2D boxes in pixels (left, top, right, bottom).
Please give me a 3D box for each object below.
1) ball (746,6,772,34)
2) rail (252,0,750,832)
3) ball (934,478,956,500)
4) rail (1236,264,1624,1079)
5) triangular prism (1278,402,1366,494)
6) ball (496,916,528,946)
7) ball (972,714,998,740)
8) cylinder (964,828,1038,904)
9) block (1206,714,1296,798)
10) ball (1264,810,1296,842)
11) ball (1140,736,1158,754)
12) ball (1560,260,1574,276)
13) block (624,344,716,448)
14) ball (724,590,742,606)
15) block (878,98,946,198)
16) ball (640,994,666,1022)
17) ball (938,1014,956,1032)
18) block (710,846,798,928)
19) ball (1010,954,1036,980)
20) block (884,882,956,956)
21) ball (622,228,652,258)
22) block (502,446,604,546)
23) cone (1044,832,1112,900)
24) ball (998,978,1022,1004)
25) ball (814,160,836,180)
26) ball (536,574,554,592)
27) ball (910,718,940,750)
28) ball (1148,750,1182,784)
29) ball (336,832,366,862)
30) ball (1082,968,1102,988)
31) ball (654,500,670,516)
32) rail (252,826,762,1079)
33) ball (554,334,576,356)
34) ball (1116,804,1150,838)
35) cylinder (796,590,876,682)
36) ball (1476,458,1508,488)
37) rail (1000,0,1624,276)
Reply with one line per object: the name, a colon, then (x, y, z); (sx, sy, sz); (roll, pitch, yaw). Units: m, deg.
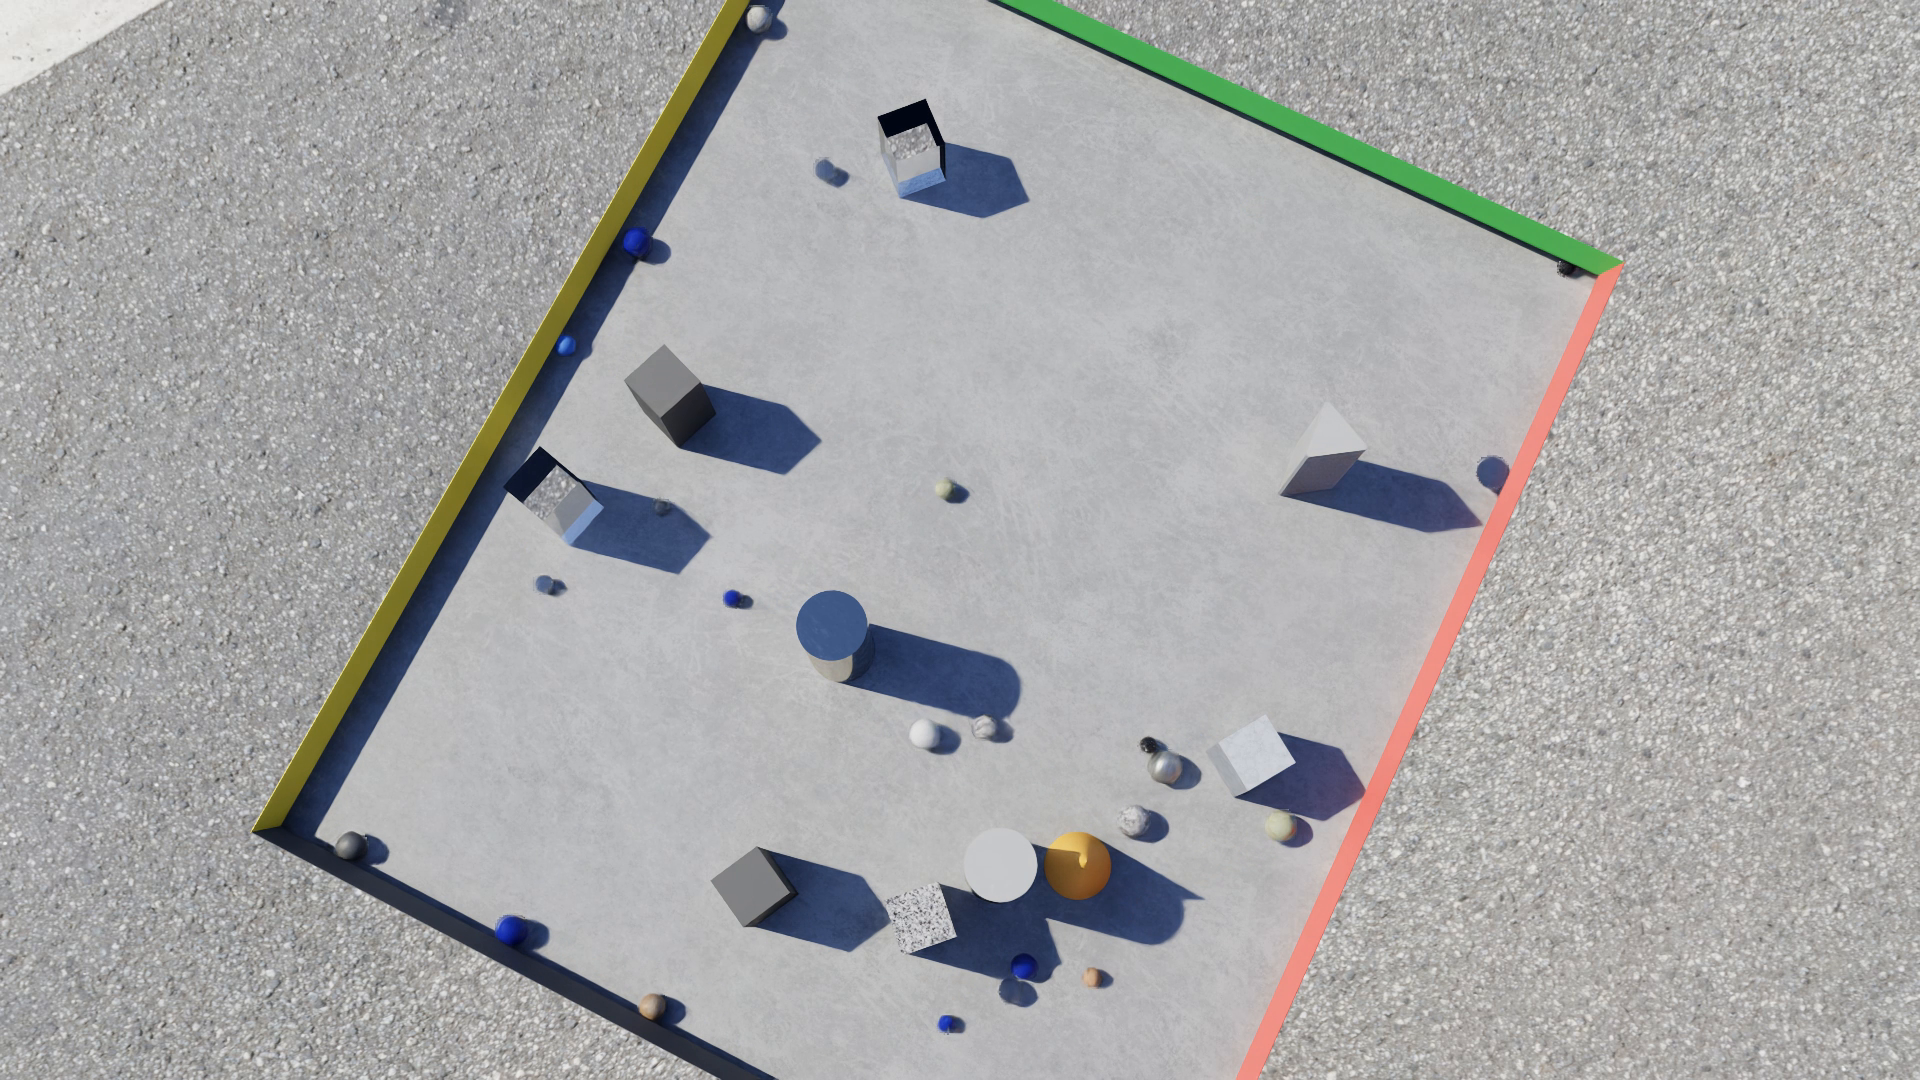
ball: (-0.651, -1.681, 5.922); (0.083, 0.083, 0.083); (0, 78, 0)
rail: (-1.276, -0.618, 5.677); (0.045, 0.129, 3.398); (26, 80, 5)
ball: (-0.044, -0.156, 5.616); (0.065, 0.065, 0.065); (0, 78, 0)
rail: (1.276, 0.631, 5.419); (0.045, 0.129, 3.398); (26, 80, 5)
triangular prism: (1.055, -0.273, 5.429); (0.172, 0.478, 0.149); (-8, 78, -2)
ball: (-1.303, 1.139, 5.336); (0.088, 0.088, 0.088); (0, 78, 0)
ball: (0.076, 0.557, 5.463); (0.076, 0.076, 0.076); (0, 78, 0)
cylinder: (0.109, 0.925, 5.180); (0.199, 0.480, 0.199); (0, 78, 0)
block: (0.843, 0.632, 5.341); (0.159, 0.284, 0.159); (-30, 80, -6)
ball: (0.943, 0.843, 5.395); (0.092, 0.092, 0.092); (0, 78, 0)
ball: (0.562, 0.611, 5.464); (0.052, 0.052, 0.052); (0, 78, 0)
ball: (1.911, -0.856, 5.770); (0.047, 0.047, 0.047); (0, 78, 0)
block: (-0.870, -0.430, 5.526); (0.159, 0.352, 0.159); (-43, 82, -8)
ball: (-0.688, 0.176, 5.554); (0.052, 0.052, 0.052); (0, 78, 0)
block: (-0.149, -1.220, 5.724); (0.159, 0.284, 0.159); (-21, 79, -4)
ball: (-0.887, 1.351, 5.297); (0.078, 0.078, 0.078); (0, 78, 0)
ball: (-0.039, 1.399, 5.301); (0.050, 0.050, 0.050); (0, 78, 0)
block: (-0.586, 0.997, 5.258); (0.159, 0.299, 0.159); (-36, 81, -7)
ball: (0.185, 1.239, 5.322); (0.076, 0.076, 0.076); (0, 78, 0)
block: (-0.110, 1.079, 5.227); (0.159, 0.326, 0.159); (-19, 79, -4)
ball: (-1.016, -0.935, 5.765); (0.088, 0.088, 0.088); (0, 78, 0)
block: (-1.207, -0.127, 5.460); (0.159, 0.358, 0.159); (39, 81, 7)
cone: (0.348, 0.922, 5.220); (0.199, 0.403, 0.199); (0, 78, 0)
ball: (0.146, 1.307, 5.309); (0.072, 0.072, 0.072); (0, 78, 0)
ball: (-0.428, -1.175, 5.826); (0.066, 0.066, 0.066); (0, 78, 0)
ball: (-1.261, 0.133, 5.561); (0.055, 0.055, 0.055); (0, 78, 0)
ball: (-0.104, 0.578, 5.450); (0.092, 0.092, 0.092); (0, 78, 0)
ball: (0.606, 0.673, 5.427); (0.100, 0.100, 0.100); (0, 78, 0)
ball: (-1.789, 0.902, 5.386); (0.087, 0.087, 0.087); (0, 78, 0)
ball: (0.383, 1.271, 5.325); (0.056, 0.056, 0.056); (0, 78, 0)
ball: (-0.914, -0.097, 5.611); (0.050, 0.050, 0.050); (0, 78, 0)
rail: (-0.749, 1.474, 5.244); (2.900, 0.129, 0.045); (26, 80, 5)
ball: (-1.229, -0.607, 5.708); (0.067, 0.067, 0.067); (0, 78, 0)
ball: (0.509, 0.827, 5.396); (0.097, 0.097, 0.097); (0, 78, 0)
cylinder: (-0.356, 0.285, 5.318); (0.199, 0.470, 0.199); (0, 78, 0)
ball: (1.629, -0.205, 5.611); (0.095, 0.095, 0.095); (0, 78, 0)
rail: (0.749, -1.460, 5.852); (2.900, 0.129, 0.045); (26, 80, 5)
